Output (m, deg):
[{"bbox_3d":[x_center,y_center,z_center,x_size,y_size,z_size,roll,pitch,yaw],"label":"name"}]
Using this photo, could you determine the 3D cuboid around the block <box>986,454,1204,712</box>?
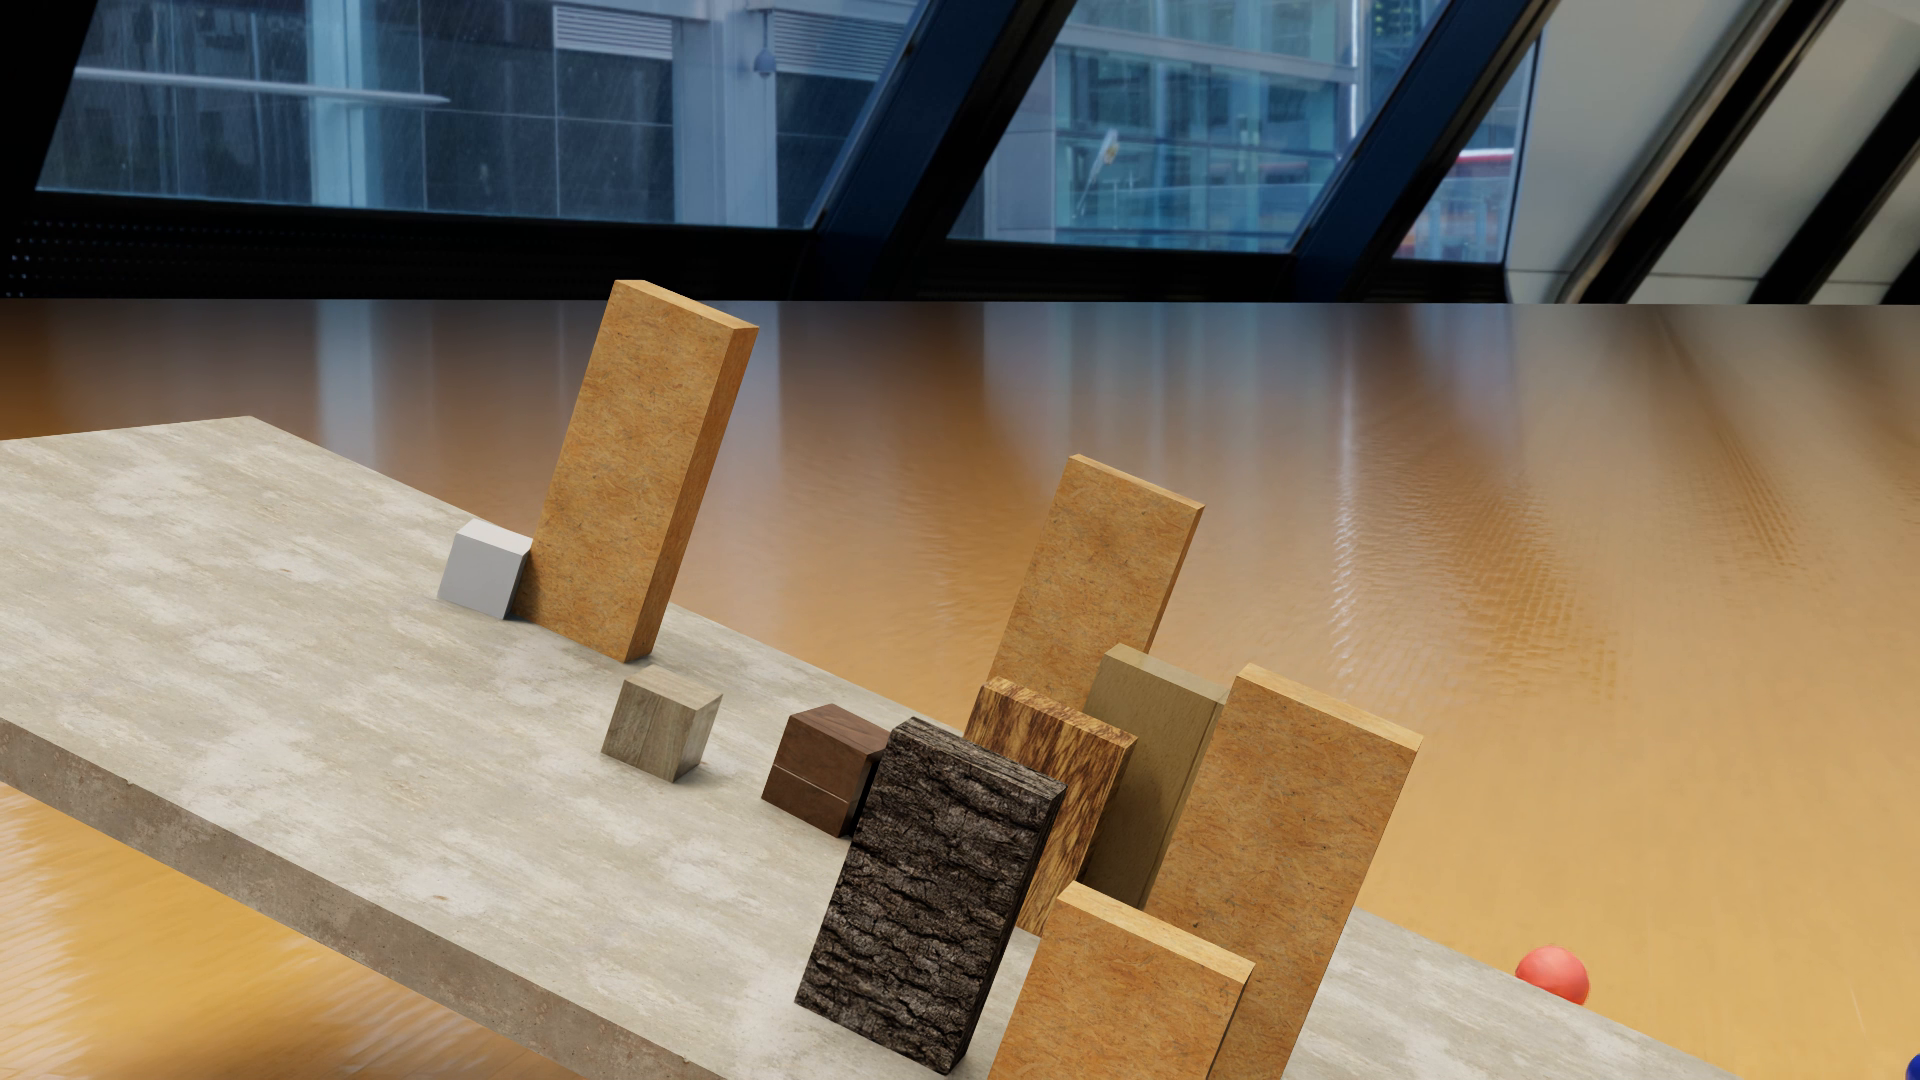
[{"bbox_3d":[0.258,0.214,4.800,0.300,0.742,0.086,23,13,13],"label":"block"}]

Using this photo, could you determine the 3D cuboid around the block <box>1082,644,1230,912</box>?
[{"bbox_3d":[0.332,0.493,4.266,0.274,0.507,0.133,23,13,13],"label":"block"}]

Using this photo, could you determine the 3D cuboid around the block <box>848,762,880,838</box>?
[{"bbox_3d":[-0.097,0.525,4.287,0.154,0.154,0.154,25,13,21],"label":"block"}]

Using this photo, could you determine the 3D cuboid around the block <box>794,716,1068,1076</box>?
[{"bbox_3d":[-0.048,0.557,3.455,0.271,0.482,0.106,23,13,13],"label":"block"}]

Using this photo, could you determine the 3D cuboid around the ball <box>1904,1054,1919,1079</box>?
[{"bbox_3d":[2.167,1.198,4.874,0.134,0.134,0.134,0,7,0],"label":"ball"}]

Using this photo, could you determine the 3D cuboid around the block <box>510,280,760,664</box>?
[{"bbox_3d":[-0.711,-0.150,4.790,0.290,0.773,0.142,23,13,13],"label":"block"}]

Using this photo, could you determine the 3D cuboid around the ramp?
[{"bbox_3d":[-0.329,0.598,4.208,4.000,0.100,2.000,23,13,13],"label":"ramp"}]

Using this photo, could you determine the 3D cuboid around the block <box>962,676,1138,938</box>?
[{"bbox_3d":[0.120,0.504,4.136,0.294,0.402,0.105,23,13,13],"label":"block"}]

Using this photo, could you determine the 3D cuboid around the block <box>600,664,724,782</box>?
[{"bbox_3d":[-0.578,0.355,4.272,0.154,0.154,0.154,22,12,9],"label":"block"}]

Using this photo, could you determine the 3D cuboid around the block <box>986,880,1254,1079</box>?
[{"bbox_3d":[0.212,0.749,3.185,0.288,0.416,0.097,23,13,13],"label":"block"}]

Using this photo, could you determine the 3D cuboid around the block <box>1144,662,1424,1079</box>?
[{"bbox_3d":[0.480,0.590,3.614,0.305,0.704,0.123,23,13,13],"label":"block"}]

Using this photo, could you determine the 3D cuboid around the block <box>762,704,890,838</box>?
[{"bbox_3d":[-0.246,0.450,4.318,0.180,0.180,0.180,25,13,21],"label":"block"}]

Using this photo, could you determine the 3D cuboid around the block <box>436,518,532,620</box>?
[{"bbox_3d":[-1.036,0.062,4.828,0.151,0.151,0.151,19,12,-2],"label":"block"}]

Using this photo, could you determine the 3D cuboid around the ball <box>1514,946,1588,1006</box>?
[{"bbox_3d":[1.473,1.102,5.477,0.179,0.179,0.179,0,7,0],"label":"ball"}]
